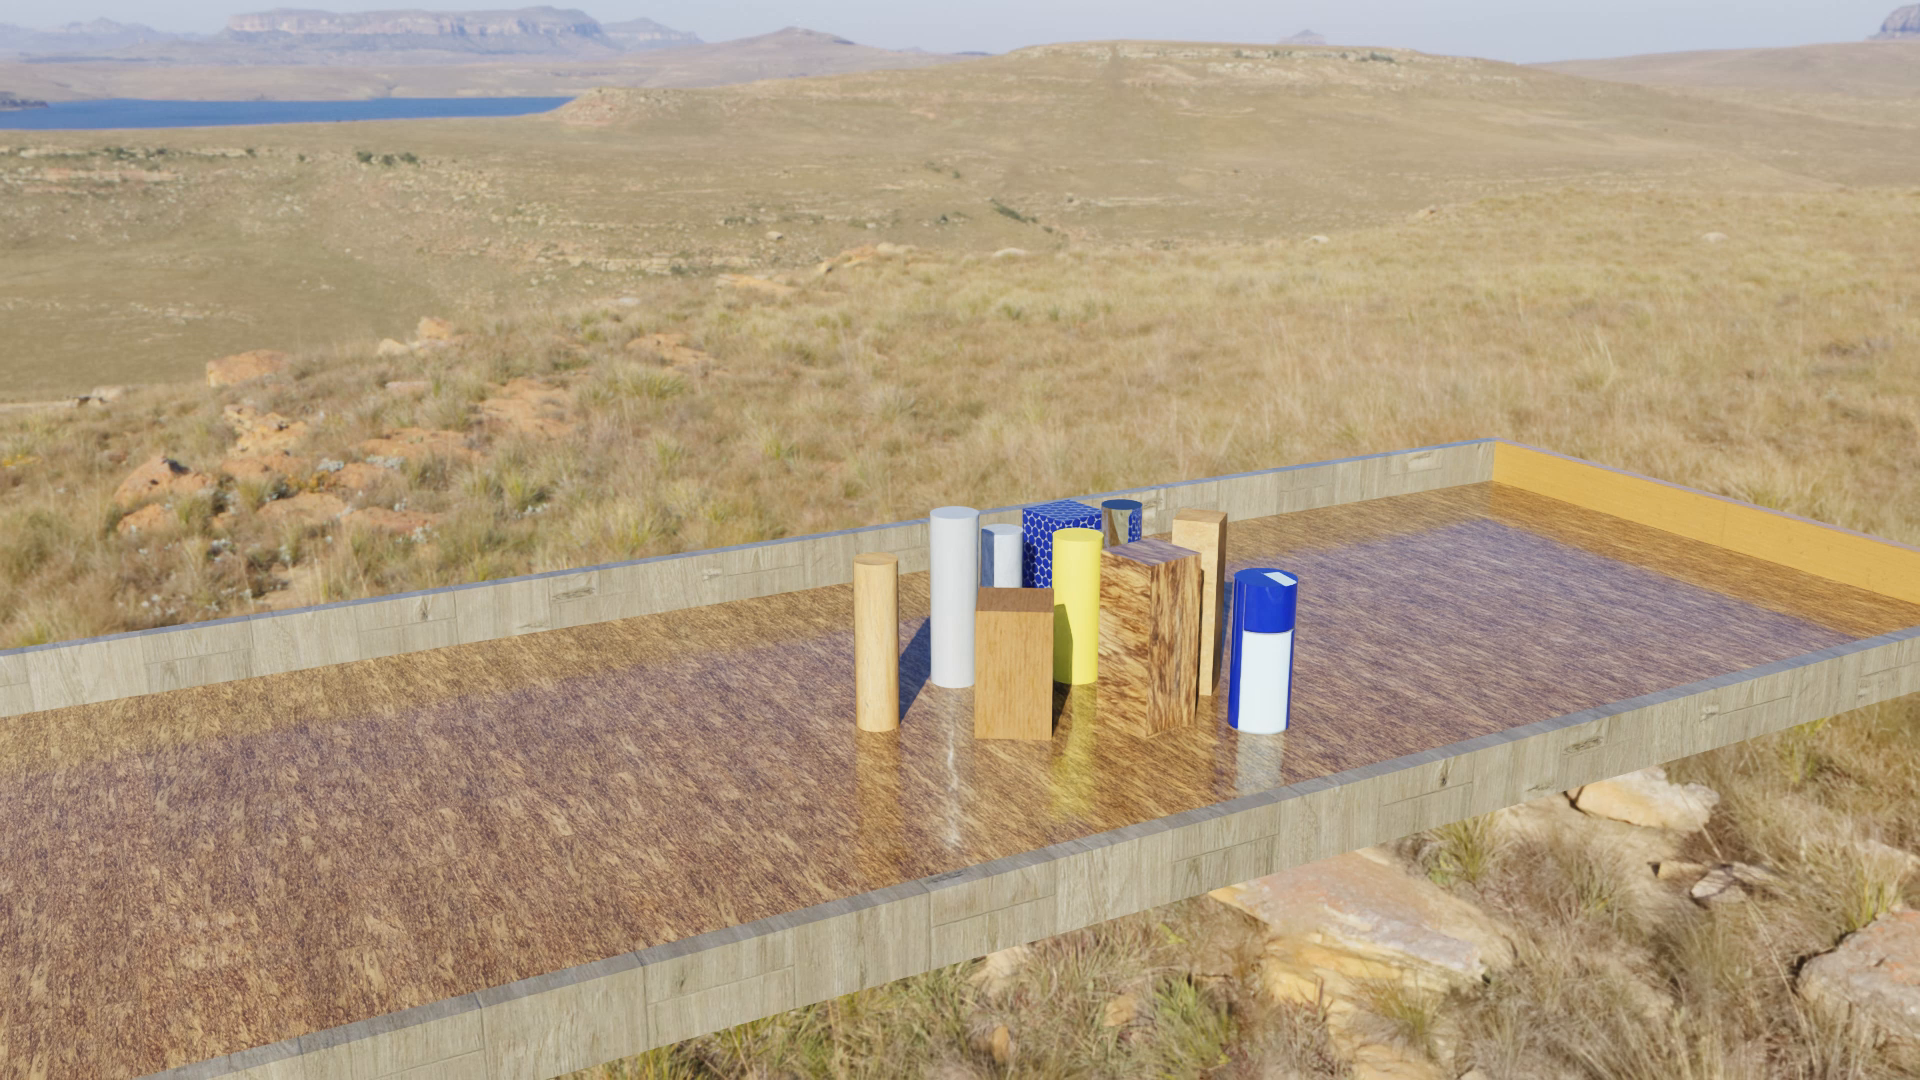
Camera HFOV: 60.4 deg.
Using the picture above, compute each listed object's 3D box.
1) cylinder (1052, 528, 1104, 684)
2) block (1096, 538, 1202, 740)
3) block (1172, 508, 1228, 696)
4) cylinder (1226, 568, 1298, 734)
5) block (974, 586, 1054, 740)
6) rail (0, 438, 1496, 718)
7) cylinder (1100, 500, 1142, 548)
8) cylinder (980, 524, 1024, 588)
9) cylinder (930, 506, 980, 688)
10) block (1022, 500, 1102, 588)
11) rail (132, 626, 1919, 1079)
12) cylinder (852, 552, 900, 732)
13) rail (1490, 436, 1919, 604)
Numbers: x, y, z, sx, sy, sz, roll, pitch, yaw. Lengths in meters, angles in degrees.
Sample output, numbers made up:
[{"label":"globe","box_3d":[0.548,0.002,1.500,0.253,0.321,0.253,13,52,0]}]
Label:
[{"label":"cylinder","box_3d":[0.292,0.165,4.133,0.125,0.372,0.125,0,16,0]},{"label":"block","box_3d":[0.438,0.227,3.839,0.163,0.419,0.163,-13,21,-37]},{"label":"block","box_3d":[0.583,0.152,4.059,0.112,0.440,0.112,6,17,19]},{"label":"cylinder","box_3d":[0.703,0.258,3.839,0.146,0.359,0.146,0,16,0]},{"label":"block","box_3d":[0.128,0.285,3.836,0.176,0.310,0.176,1,16,4]},{"label":"rail","box_3d":[-3.305,0.497,3.399,12.000,0.150,0.050,-9,18,-27]},{"label":"cylinder","box_3d":[0.420,0.096,4.333,0.108,0.392,0.108,0,16,0]},{"label":"cylinder","box_3d":[0.110,0.126,4.358,0.111,0.320,0.111,0,16,0]},{"label":"cylinder","box_3d":[-0.013,0.142,4.098,0.121,0.436,0.121,0,16,0]},{"label":"block","box_3d":[0.291,0.067,4.578,0.168,0.309,0.168,-12,20,-35]},{"label":"rail","box_3d":[-2.336,1.006,1.665,12.000,0.150,0.050,-9,18,-27]},{"label":"cylinder","box_3d":[-0.193,0.237,3.829,0.104,0.405,0.104,0,16,0]},{"label":"rail","box_3d":[2.466,-0.048,5.253,0.050,0.150,2.100,-9,18,-27]}]
